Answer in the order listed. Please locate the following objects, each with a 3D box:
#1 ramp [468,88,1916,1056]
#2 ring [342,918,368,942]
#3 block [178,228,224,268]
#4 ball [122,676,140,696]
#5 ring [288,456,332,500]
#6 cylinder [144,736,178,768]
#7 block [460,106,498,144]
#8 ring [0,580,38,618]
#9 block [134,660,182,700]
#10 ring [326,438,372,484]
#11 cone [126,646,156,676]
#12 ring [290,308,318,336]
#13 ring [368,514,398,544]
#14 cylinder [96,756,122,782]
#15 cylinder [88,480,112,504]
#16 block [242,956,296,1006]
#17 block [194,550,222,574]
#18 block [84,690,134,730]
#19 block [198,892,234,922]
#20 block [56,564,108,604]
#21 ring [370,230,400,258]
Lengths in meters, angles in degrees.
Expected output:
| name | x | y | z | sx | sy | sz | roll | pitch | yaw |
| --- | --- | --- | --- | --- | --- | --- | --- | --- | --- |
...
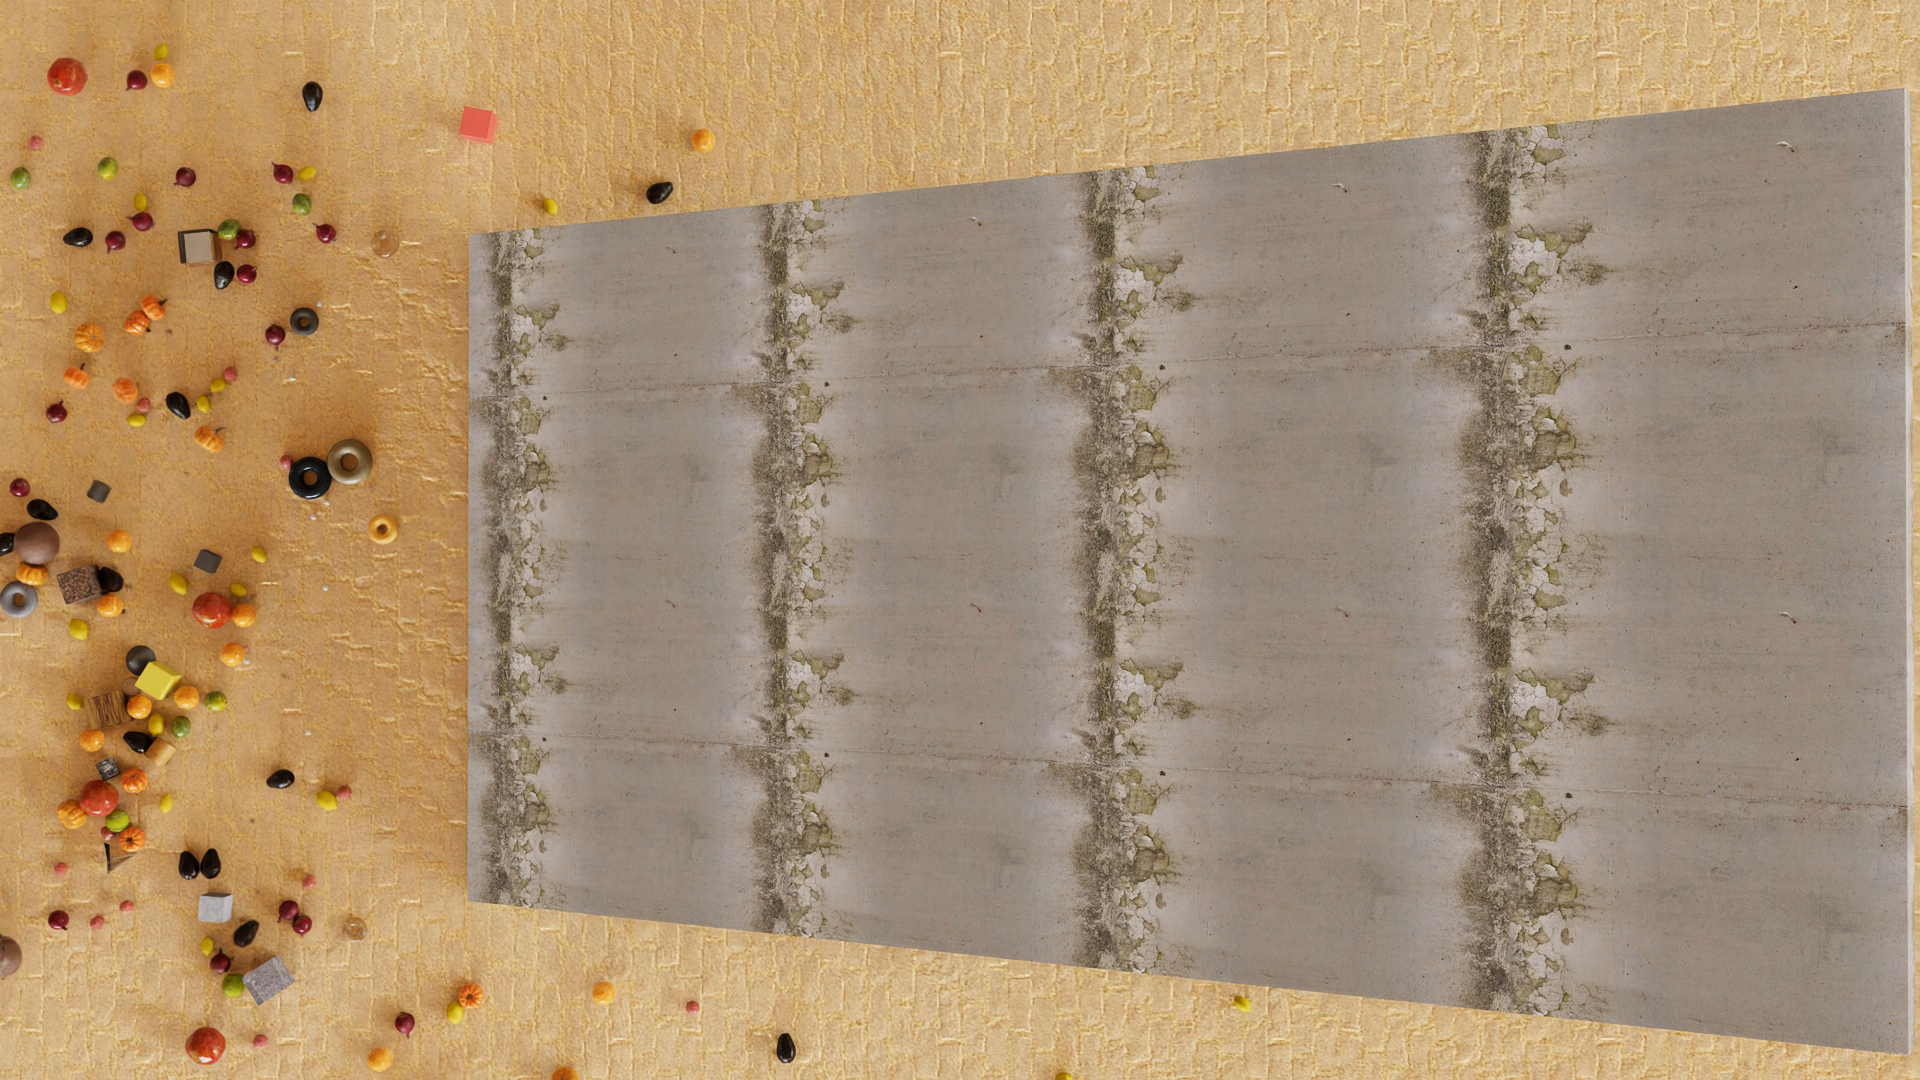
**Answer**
| name | x | y | z | sx | sy | sz | roll | pitch | yaw |
| --- | --- | --- | --- | --- | --- | --- | --- | --- | --- |
| ramp | 0.266 | 0.073 | 5.615 | 4.000 | 0.100 | 2.000 | 0 | 89 | 31 |
| ring | -1.833 | 1.181 | 6.663 | 0.076 | 0.025 | 0.076 | 0 | 88 | 0 |
| block | -2.296 | -0.882 | 6.646 | 0.097 | 0.097 | 0.097 | -6 | 89 | 0 |
| ball | -2.506 | 0.443 | 6.653 | 0.058 | 0.058 | 0.058 | 0 | 89 | 0 |
| ring | -1.970 | -0.188 | 6.667 | 0.131 | 0.044 | 0.131 | 0 | 89 | -1 |
| cylinder | -2.414 | 0.639 | 6.641 | 0.068 | 0.068 | 0.068 | 36 | 85 | 0 |
| block | -1.457 | -1.255 | 6.656 | 0.085 | 0.085 | 0.085 | 11 | 89 | 0 |
| ring | -2.853 | 0.179 | 6.666 | 0.114 | 0.038 | 0.114 | 0 | 90 | 1 |
| block | -2.420 | 0.423 | 6.641 | 0.083 | 0.083 | 0.083 | 32 | 90 | 0 |
| ring | -1.850 | -0.237 | 6.666 | 0.140 | 0.047 | 0.140 | 0 | 90 | 1 |
| cone | -2.489 | 0.366 | 6.636 | 0.093 | 0.093 | 0.093 | 0 | 89 | 0 |
| ring | -1.991 | -0.663 | 6.678 | 0.087 | 0.029 | 0.087 | 0 | 91 | -1 |
| ring | -1.751 | -0.033 | 6.672 | 0.092 | 0.031 | 0.092 | 0 | 90 | 1 |
| cylinder | -2.577 | 0.693 | 6.652 | 0.055 | 0.055 | 0.055 | -28 | 90 | 0 |
| cylinder | -2.607 | -0.146 | 6.662 | 0.052 | 0.052 | 0.052 | 30 | 90 | 0 |
| block | -2.083 | 1.326 | 6.625 | 0.098 | 0.098 | 0.098 | -33 | 90 | 0 |
| block | -2.277 | 0.065 | 6.659 | 0.054 | 0.054 | 0.054 | 26 | 90 | 0 |
| block | -2.567 | 0.512 | 6.634 | 0.095 | 0.095 | 0.095 | -14 | 89 | 0 |
| block | -2.247 | 1.108 | 6.638 | 0.075 | 0.075 | 0.075 | 4 | 89 | 0 |
| block | -2.651 | 0.135 | 6.638 | 0.094 | 0.094 | 0.094 | -19 | 89 | 0 |
| ring | -1.746 | -0.901 | 6.681 | 0.087 | 0.029 | 0.087 | 0 | 89 | -1 |
